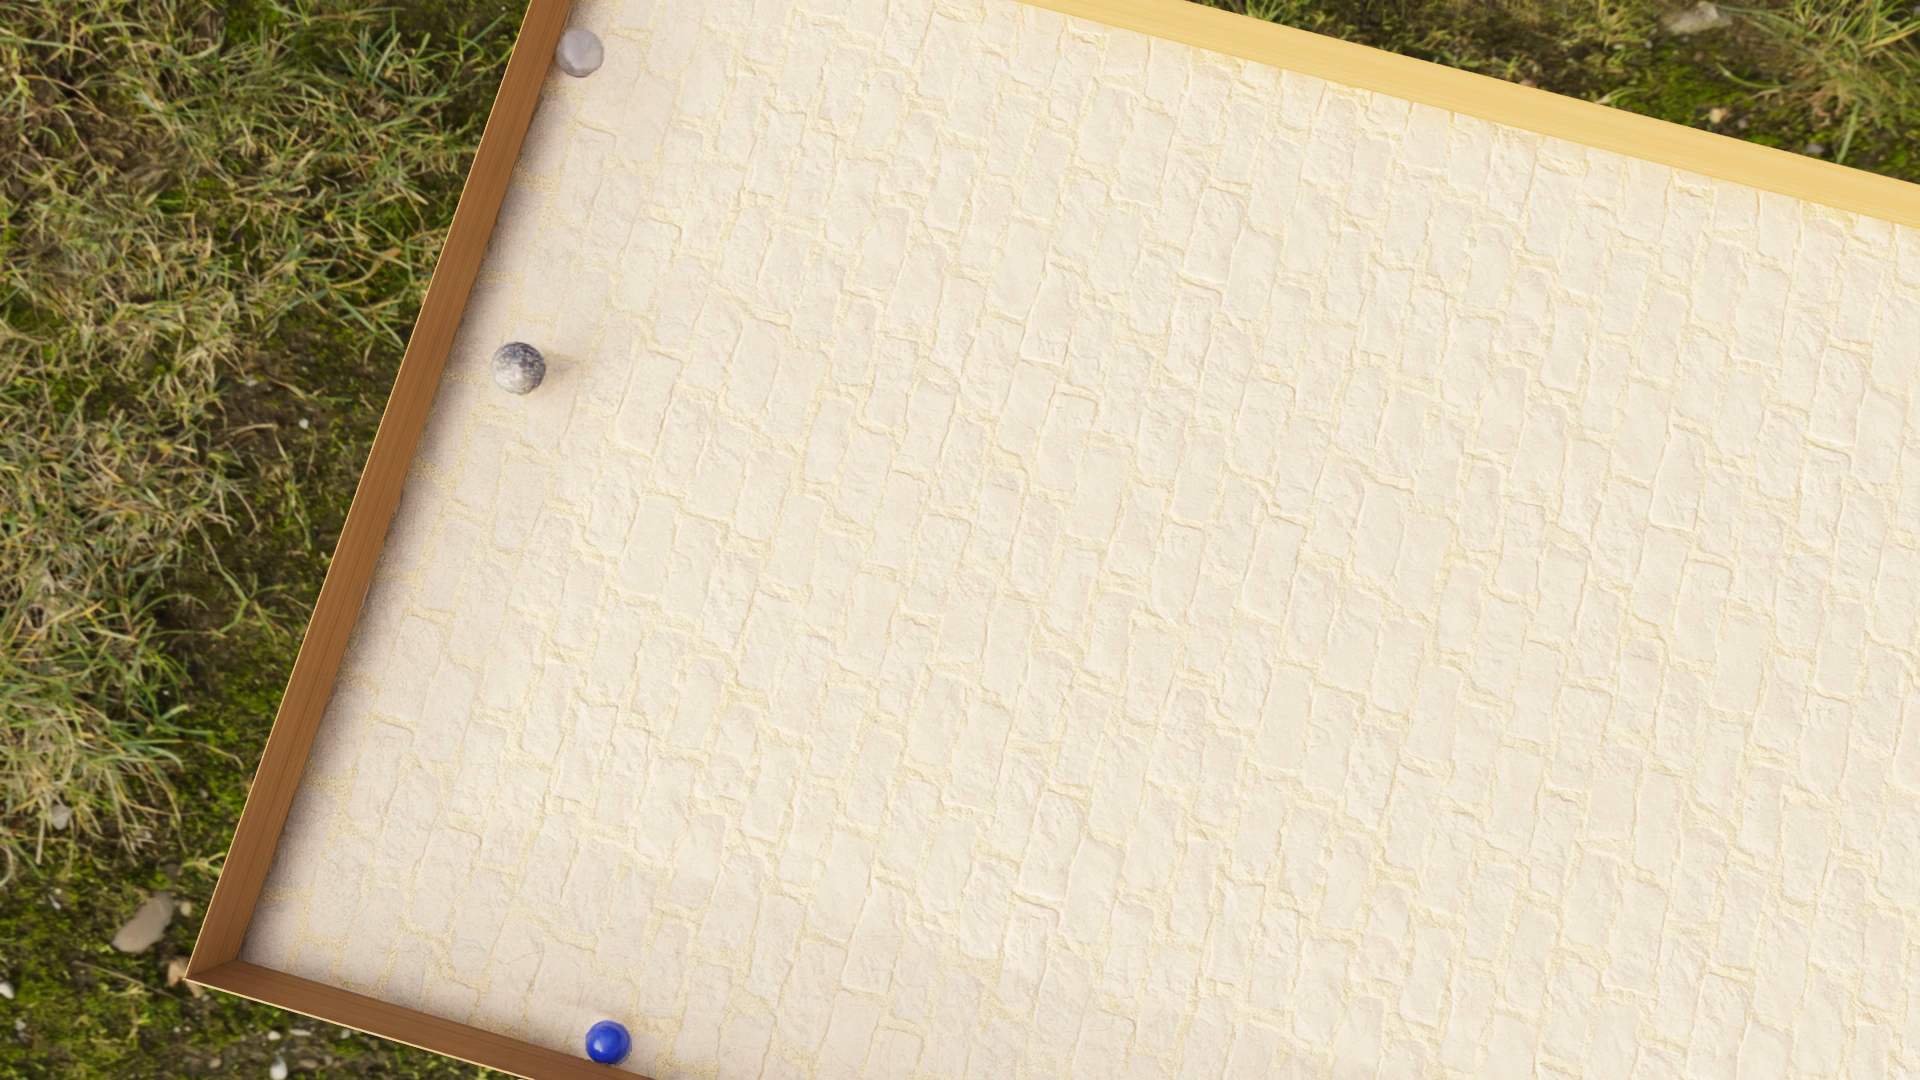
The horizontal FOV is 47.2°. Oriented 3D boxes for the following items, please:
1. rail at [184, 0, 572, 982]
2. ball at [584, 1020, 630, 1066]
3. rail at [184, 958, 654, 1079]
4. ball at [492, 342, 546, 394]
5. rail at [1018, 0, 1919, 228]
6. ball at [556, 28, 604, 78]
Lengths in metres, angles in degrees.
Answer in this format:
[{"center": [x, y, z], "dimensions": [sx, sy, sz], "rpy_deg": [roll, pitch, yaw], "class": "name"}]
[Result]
[{"center": [-0.828, -0.226, 3.368], "dimensions": [0.045, 0.105, 1.850], "rpy_deg": [15, 77, 4], "class": "rail"}, {"center": [-0.506, 0.721, 3.156], "dimensions": [0.064, 0.064, 0.064], "rpy_deg": [0, 76, 0], "class": "ball"}, {"center": [0.610, 1.069, 3.048], "dimensions": [3.531, 0.105, 0.045], "rpy_deg": [15, 77, 4], "class": "rail"}, {"center": [-0.680, -0.264, 3.390], "dimensions": [0.081, 0.081, 0.081], "rpy_deg": [0, 76, 0], "class": "ball"}, {"center": [1.091, -0.618, 3.464], "dimensions": [3.531, 0.105, 0.045], "rpy_deg": [15, 77, 4], "class": "rail"}, {"center": [-0.608, -0.778, 3.519], "dimensions": [0.077, 0.077, 0.077], "rpy_deg": [0, 76, 0], "class": "ball"}]
